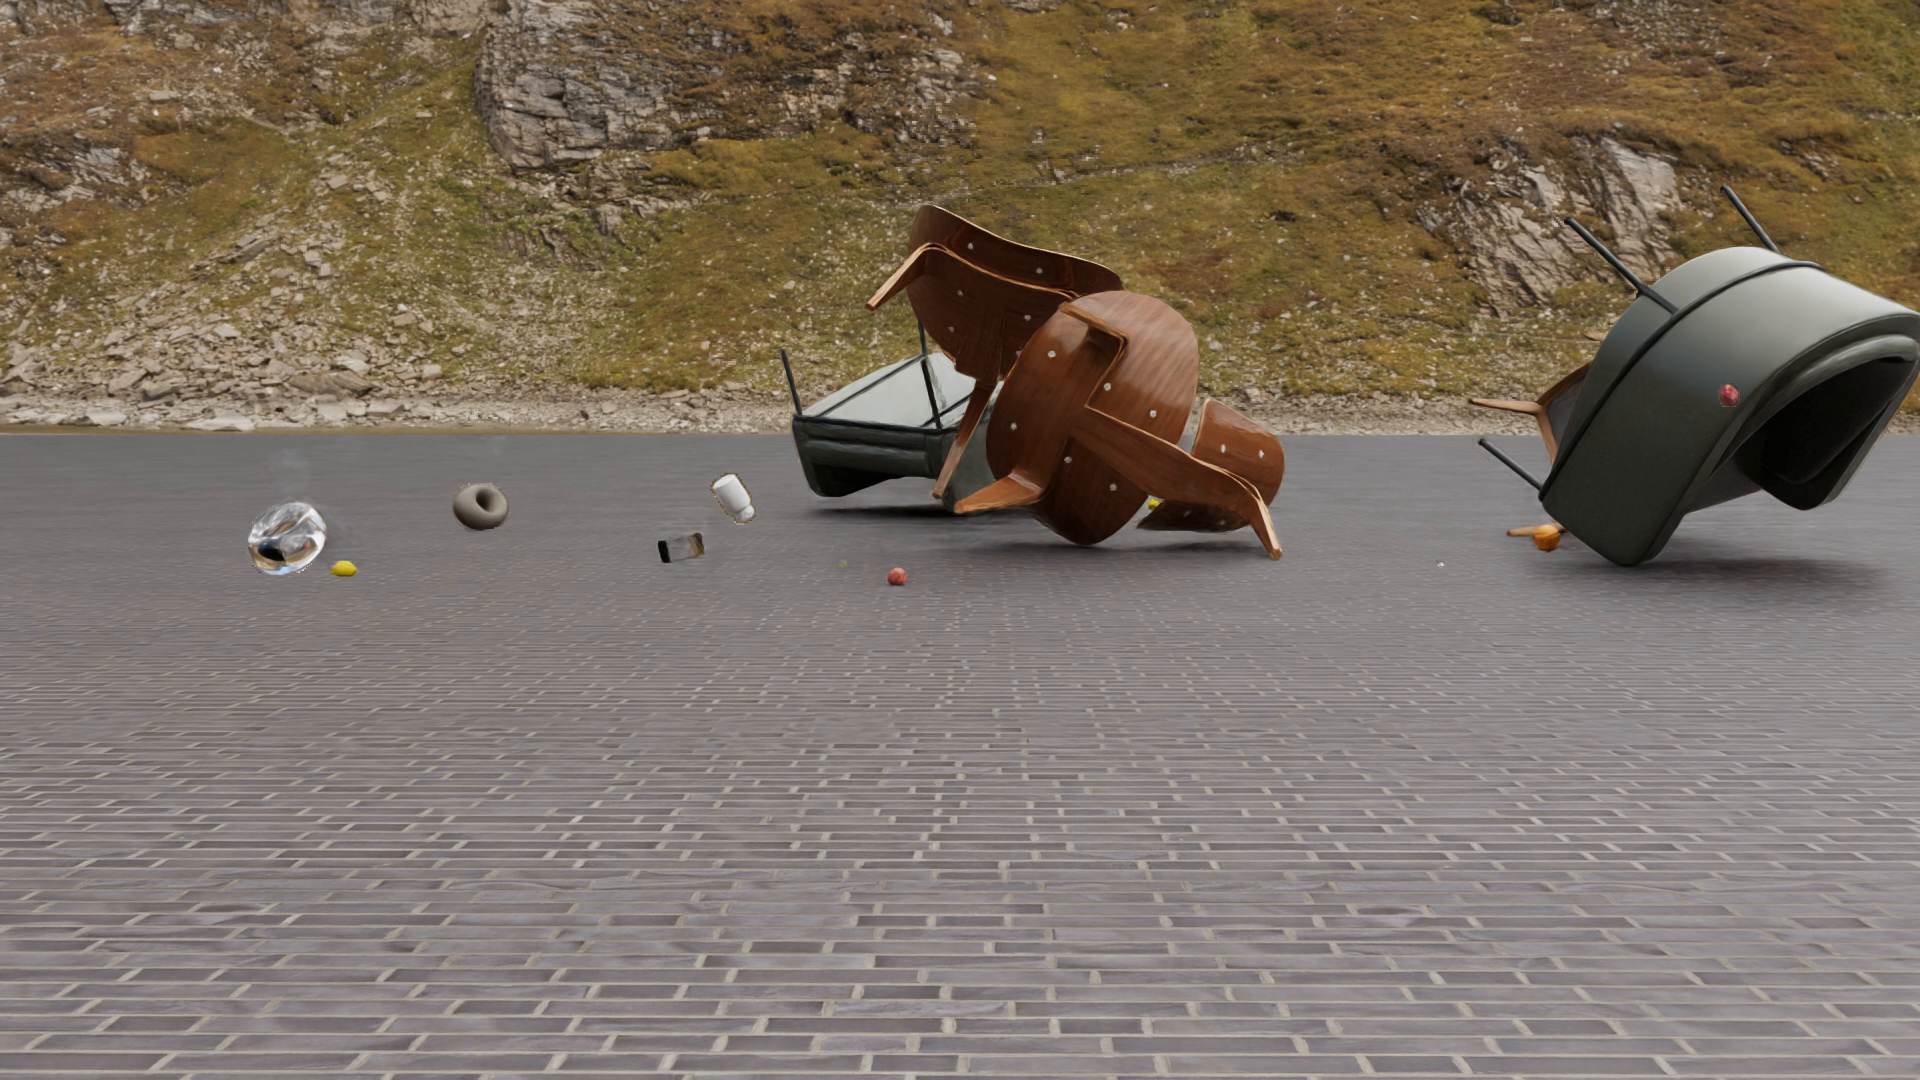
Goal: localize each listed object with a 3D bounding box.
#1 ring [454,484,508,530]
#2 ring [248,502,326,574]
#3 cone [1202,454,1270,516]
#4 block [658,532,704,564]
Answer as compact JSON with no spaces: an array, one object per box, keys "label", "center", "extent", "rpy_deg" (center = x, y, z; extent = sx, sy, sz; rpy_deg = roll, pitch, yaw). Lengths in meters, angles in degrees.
[{"label":"ring","center":[-1.536,-0.105,7.050],"extent":[0.077,0.155,0.235],"rpy_deg":[-34,-5,22]},{"label":"ring","center":[-1.657,-0.006,5.418],"extent":[0.186,0.097,0.281],"rpy_deg":[-15,27,-1]},{"label":"cone","center":[0.984,-0.202,7.861],"extent":[0.248,0.223,0.230],"rpy_deg":[1,4,16]},{"label":"block","center":[-0.705,0.020,5.568],"extent":[0.081,0.055,0.125],"rpy_deg":[-11,2,8]}]
